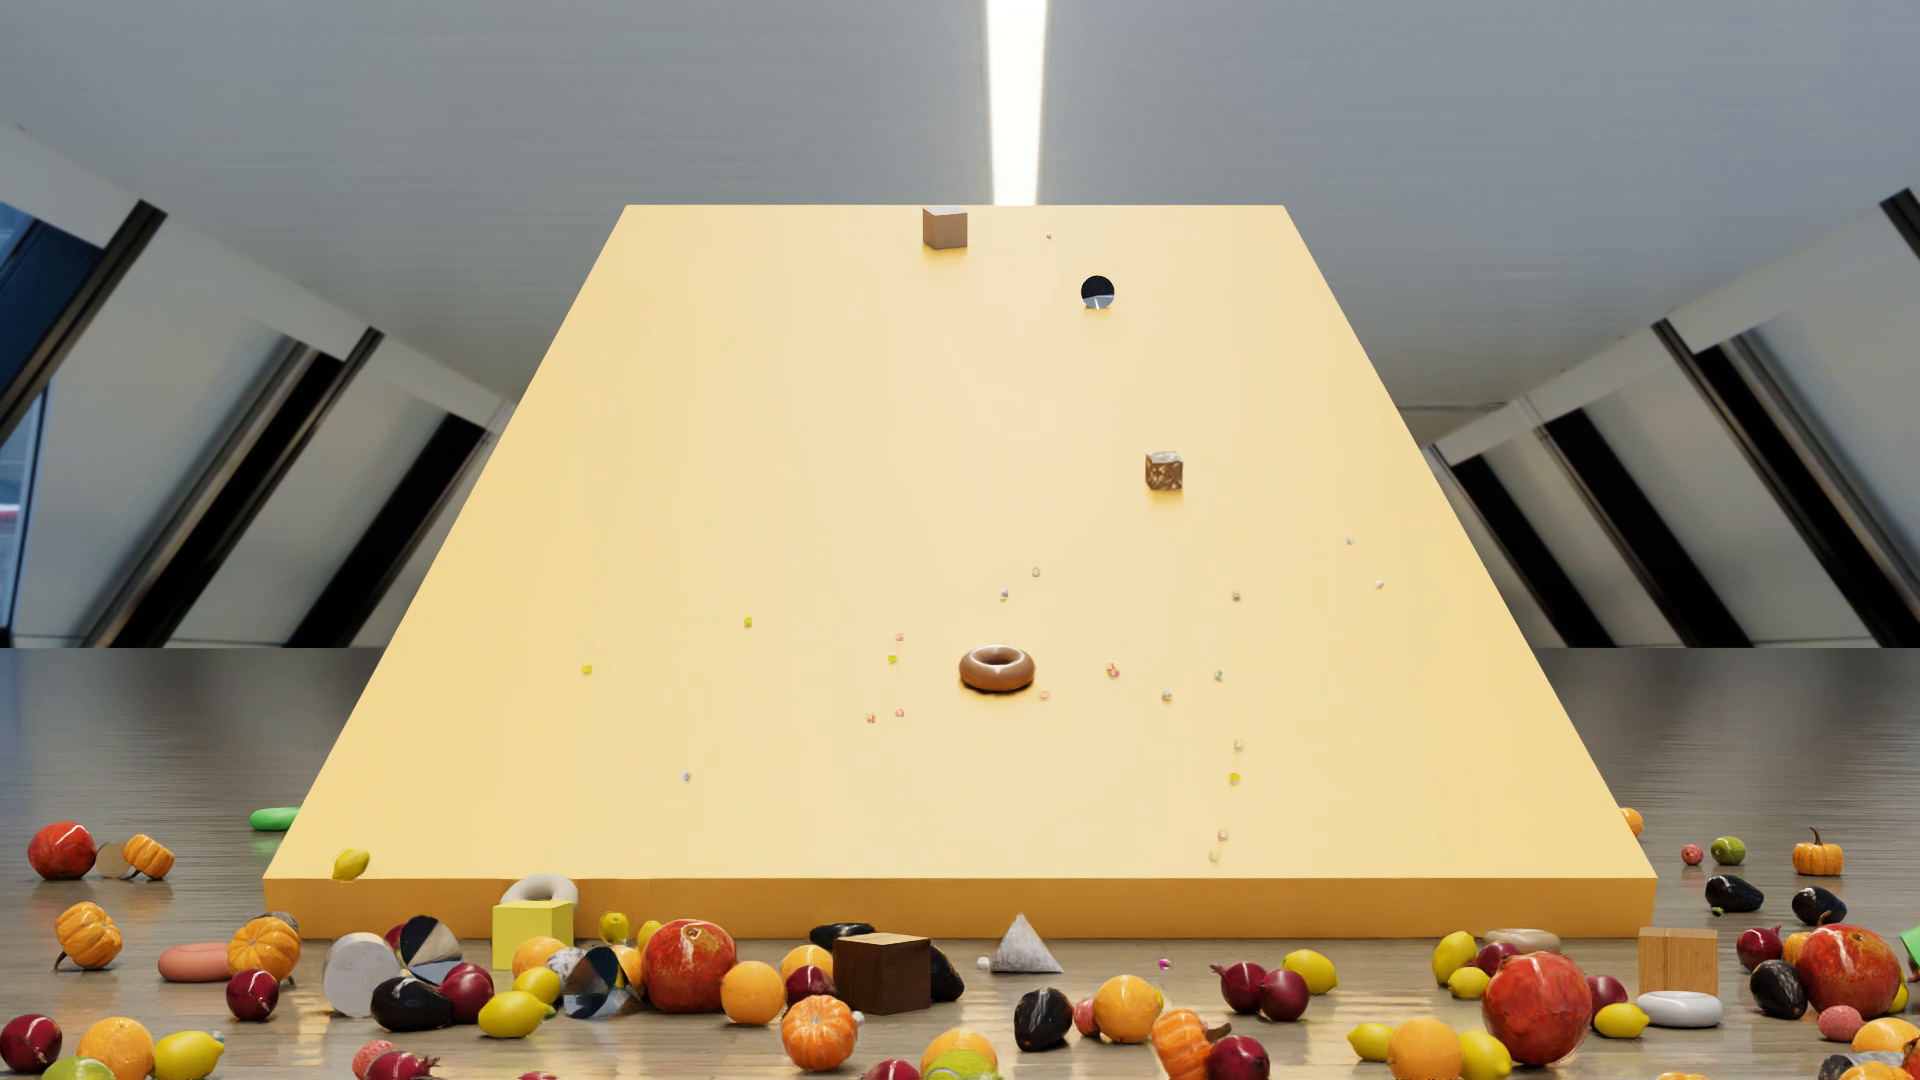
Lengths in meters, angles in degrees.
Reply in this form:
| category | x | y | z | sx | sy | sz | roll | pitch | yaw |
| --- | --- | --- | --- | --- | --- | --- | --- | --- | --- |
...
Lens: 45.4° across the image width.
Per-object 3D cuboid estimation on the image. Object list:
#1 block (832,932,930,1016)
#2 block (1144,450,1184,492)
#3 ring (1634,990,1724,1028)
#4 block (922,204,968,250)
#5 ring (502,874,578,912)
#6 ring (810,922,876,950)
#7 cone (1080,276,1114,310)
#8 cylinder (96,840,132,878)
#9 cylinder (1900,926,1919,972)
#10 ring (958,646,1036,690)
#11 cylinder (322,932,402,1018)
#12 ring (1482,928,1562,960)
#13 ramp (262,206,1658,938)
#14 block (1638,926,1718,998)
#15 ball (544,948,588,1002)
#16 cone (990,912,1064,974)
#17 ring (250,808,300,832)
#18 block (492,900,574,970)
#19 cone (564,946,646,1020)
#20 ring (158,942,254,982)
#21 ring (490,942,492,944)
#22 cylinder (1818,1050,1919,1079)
| category | x | y | z | sx | sy | sz | roll | pitch | yaw |
| --- | --- | --- | --- | --- | --- | --- | --- | --- | --- |
| block | -0.092 | 0.508 | 2.696 | 0.081 | 0.081 | 0.081 | -2 | -3 | 42 |
| block | 0.422 | -0.142 | 4.757 | 0.063 | 0.063 | 0.063 | -4 | 22 | -10 |
| ring | 0.810 | 0.528 | 2.588 | 0.097 | 0.032 | 0.097 | 0 | -4 | 0 |
| block | -0.043 | -0.892 | 6.553 | 0.100 | 0.100 | 0.100 | -8 | 24 | -20 |
| ring | -0.590 | 0.510 | 3.222 | 0.113 | 0.038 | 0.113 | -7 | 30 | 4 |
| ring | -0.165 | 0.556 | 3.224 | 0.094 | 0.031 | 0.094 | -4 | -5 | 0 |
| cone | 0.354 | -0.640 | 6.014 | 0.089 | 0.089 | 0.089 | 0 | -5 | -6 |
| cylinder | -1.551 | 0.585 | 4.212 | 0.063 | 0.063 | 0.063 | 1 | -3 | -21 |
| cylinder | 1.164 | 0.482 | 2.672 | 0.098 | 0.098 | 0.098 | -29 | -10 | 13 |
| ring | 0.063 | 0.217 | 3.898 | 0.131 | 0.044 | 0.131 | 0 | 21 | 0 |
| cylinder | -0.695 | 0.505 | 2.671 | 0.087 | 0.087 | 0.087 | 1 | -3 | -17 |
| ring | 0.766 | 0.551 | 3.133 | 0.107 | 0.036 | 0.107 | 1 | -4 | 0 |
| ramp | -0.007 | -0.221 | 5.166 | 2.000 | 0.100 | 4.000 | 0 | 22 | 0 |
| block | 0.846 | 0.506 | 2.704 | 0.087 | 0.087 | 0.087 | -1 | -3 | 18 |
| ball | -0.464 | 0.519 | 2.742 | 0.065 | 0.065 | 0.065 | 0 | -3 | 0 |
| cone | 0.097 | 0.542 | 2.986 | 0.087 | 0.087 | 0.087 | 27 | 2 | 10 |
| ring | -1.553 | 0.640 | 5.261 | 0.140 | 0.047 | 0.140 | -1 | -2 | 0 |
| block | -0.566 | 0.524 | 3.048 | 0.081 | 0.081 | 0.081 | 0 | -3 | 11 |
| cone | -0.393 | 0.527 | 2.654 | 0.089 | 0.089 | 0.089 | -3 | -30 | 46 |
| ring | -0.965 | 0.541 | 2.942 | 0.118 | 0.039 | 0.118 | -1 | -2 | 0 |
| ring | -0.610 | 0.558 | 3.183 | 0.078 | 0.026 | 0.078 | 1 | -4 | 0 |
| cylinder | 0.817 | 0.491 | 2.064 | 0.061 | 0.061 | 0.061 | 1 | -3 | -19 |
